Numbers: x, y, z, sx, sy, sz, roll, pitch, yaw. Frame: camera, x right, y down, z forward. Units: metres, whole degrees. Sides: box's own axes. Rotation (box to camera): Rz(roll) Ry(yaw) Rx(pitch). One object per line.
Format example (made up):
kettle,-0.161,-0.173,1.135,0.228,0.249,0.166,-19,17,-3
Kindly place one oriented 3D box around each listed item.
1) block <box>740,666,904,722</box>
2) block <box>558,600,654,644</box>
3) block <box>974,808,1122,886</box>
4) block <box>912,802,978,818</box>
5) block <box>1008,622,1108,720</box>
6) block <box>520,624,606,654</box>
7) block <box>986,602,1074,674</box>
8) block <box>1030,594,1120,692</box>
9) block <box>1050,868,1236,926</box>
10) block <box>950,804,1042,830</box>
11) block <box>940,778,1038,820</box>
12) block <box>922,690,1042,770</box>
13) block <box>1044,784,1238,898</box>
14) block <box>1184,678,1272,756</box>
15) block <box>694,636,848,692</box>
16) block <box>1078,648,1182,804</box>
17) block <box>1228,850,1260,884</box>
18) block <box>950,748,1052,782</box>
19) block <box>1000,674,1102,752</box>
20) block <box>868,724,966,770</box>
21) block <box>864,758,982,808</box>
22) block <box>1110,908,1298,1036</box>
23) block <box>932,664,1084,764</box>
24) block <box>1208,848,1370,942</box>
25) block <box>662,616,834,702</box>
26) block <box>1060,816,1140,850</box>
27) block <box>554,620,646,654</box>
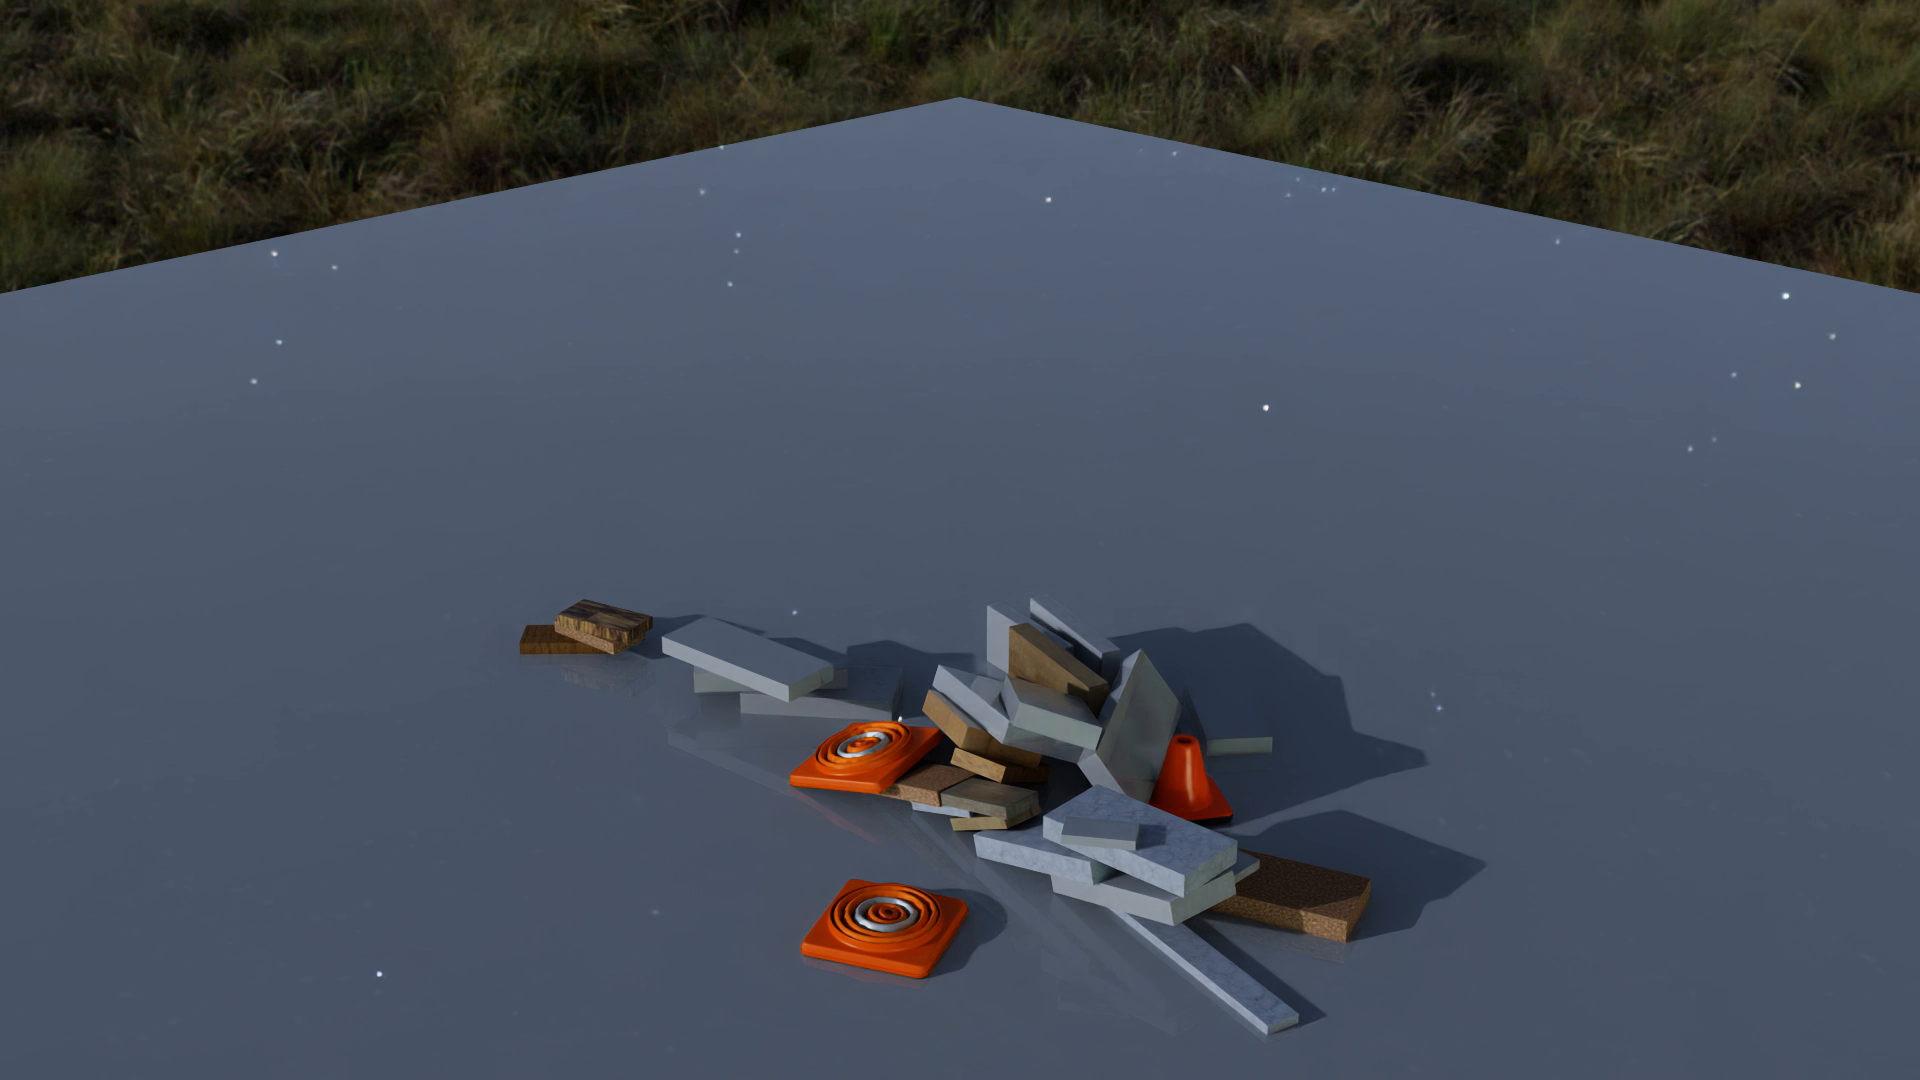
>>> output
block,-0.307,0.335,4.909,0.337,0.048,0.169,3,23,6
block,-0.829,0.189,5.134,0.201,0.028,0.100,12,26,27
block,0.196,0.585,4.223,0.163,0.046,0.326,-19,16,-38
block,-0.007,0.524,4.425,0.090,0.026,0.180,-19,12,-38
block,0.210,0.324,4.780,0.048,0.170,0.339,-12,26,-26
block,-0.927,0.234,5.174,0.201,0.028,0.100,0,23,-1
block,0.157,0.256,4.976,0.040,0.141,0.282,-15,27,-31
block,0.255,0.260,4.941,0.046,0.162,0.325,-11,25,-24
block,0.338,0.636,4.096,0.163,0.046,0.326,-19,15,-36
block,0.070,0.545,4.345,0.090,0.026,0.180,-19,4,-36
block,0.058,0.506,4.314,0.090,0.025,0.180,-21,18,-41
block,0.045,0.394,4.600,0.169,0.048,0.338,17,5,-16
block,0.332,0.554,4.075,0.326,0.046,0.163,18,29,38
block,0.583,0.385,4.803,0.141,0.040,0.282,-2,23,-4
block,-0.422,0.277,4.923,0.337,0.048,0.169,-1,23,-3
block,0.359,0.403,4.566,0.046,0.162,0.556,-32,8,22
block,0.496,0.624,4.146,0.068,0.019,0.137,21,31,40
block,0.086,0.459,4.496,0.117,0.033,0.235,19,3,26
block,0.181,0.348,4.458,0.170,0.048,0.339,17,4,-5
block,-0.062,0.451,4.656,0.235,0.033,0.117,10,25,22
block,-0.075,0.494,4.477,0.117,0.033,0.235,-19,15,-38
block,0.421,0.747,3.975,0.068,0.019,0.509,-14,26,-29
block,0.096,0.360,4.598,0.170,0.048,0.506,16,5,-19
block,0.592,0.661,4.145,0.325,0.046,0.162,10,25,23
block,-0.471,0.260,4.851,0.388,0.040,0.141,18,29,36
block,0.258,0.537,4.031,0.137,0.019,0.068,4,23,10
block,-0.844,0.212,5.153,0.201,0.028,0.100,17,29,35
